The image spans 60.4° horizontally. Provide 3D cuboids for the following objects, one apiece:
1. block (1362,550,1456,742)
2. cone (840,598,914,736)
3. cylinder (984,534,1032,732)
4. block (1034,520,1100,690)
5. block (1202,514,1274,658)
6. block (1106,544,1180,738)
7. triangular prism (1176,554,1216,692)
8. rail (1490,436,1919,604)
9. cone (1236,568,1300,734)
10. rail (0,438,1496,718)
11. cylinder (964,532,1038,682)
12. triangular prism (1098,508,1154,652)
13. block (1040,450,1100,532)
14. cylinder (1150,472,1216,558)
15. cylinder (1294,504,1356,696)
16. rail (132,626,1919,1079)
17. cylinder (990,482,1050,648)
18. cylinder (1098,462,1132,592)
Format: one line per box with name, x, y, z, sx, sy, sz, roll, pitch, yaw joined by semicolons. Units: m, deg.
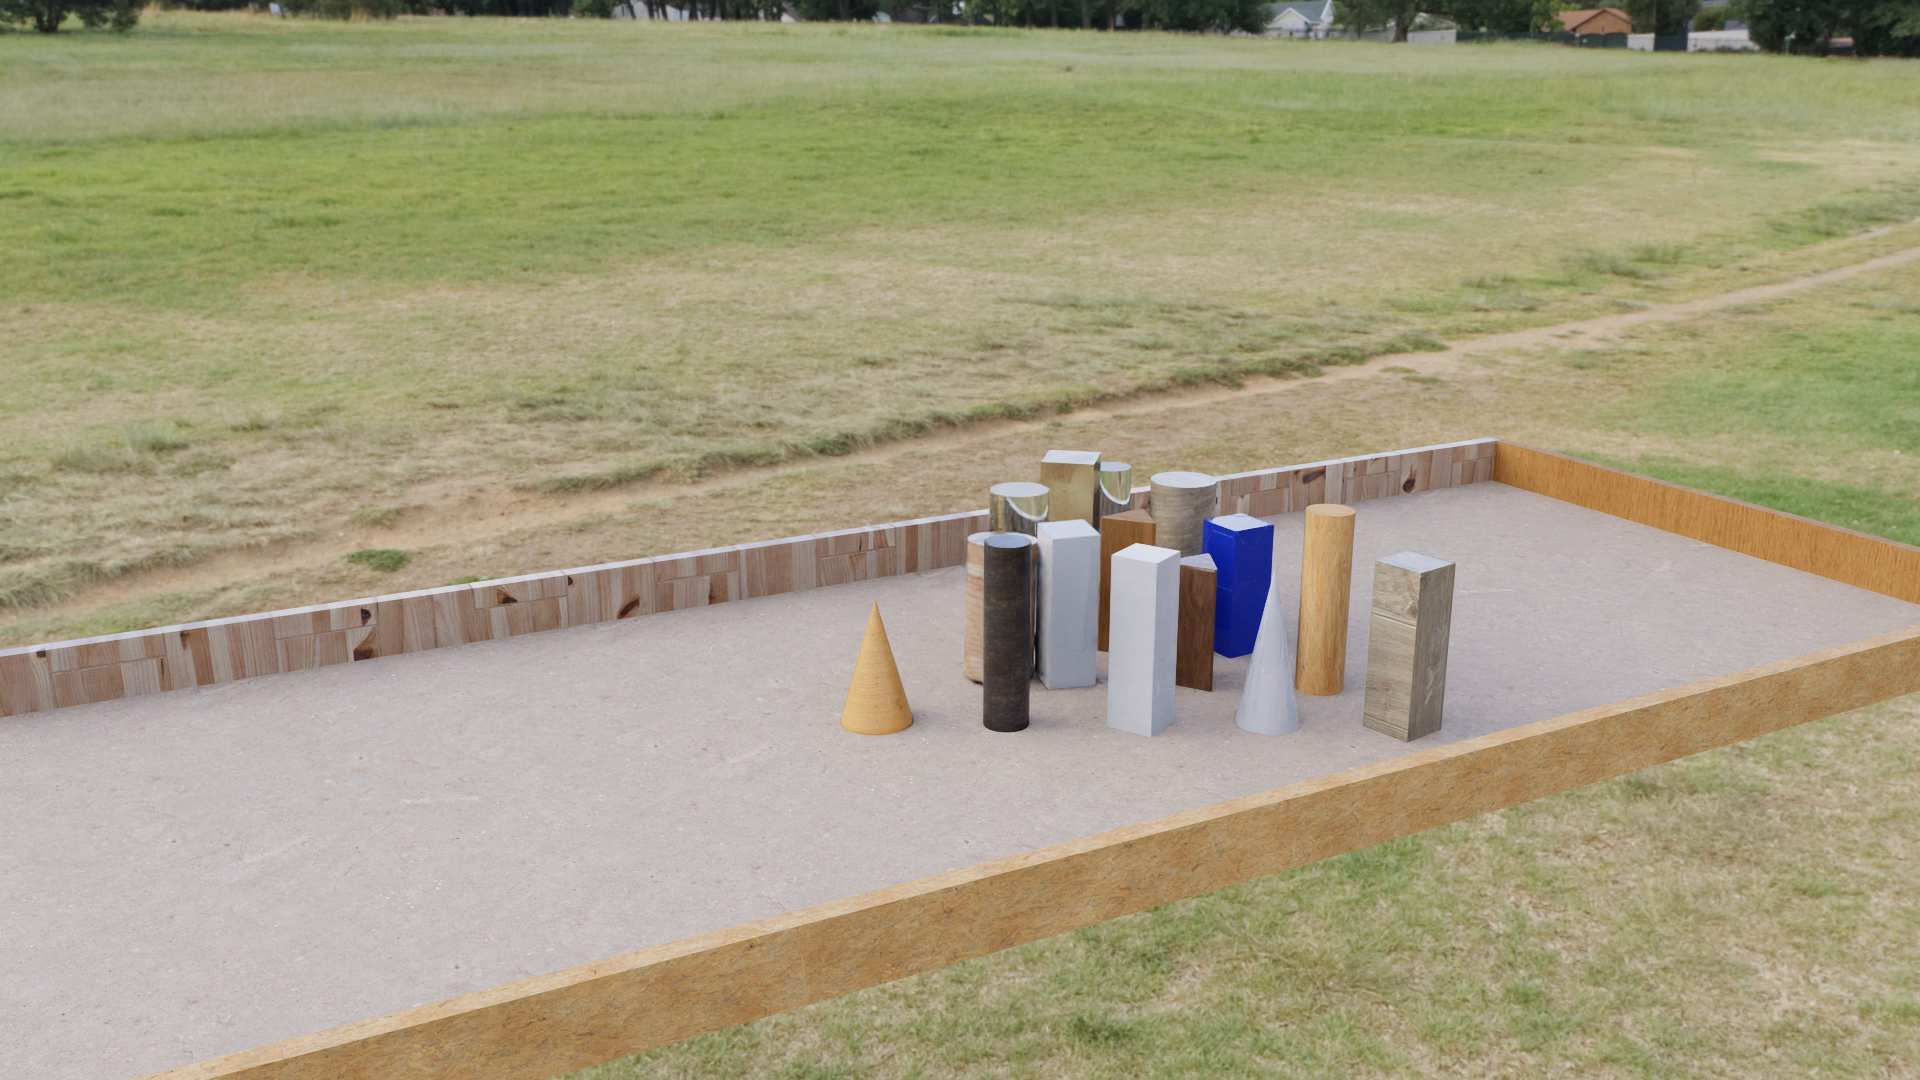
block;1.034;0.244;3.803;0.127;0.407;0.127;-12;20;-36
cone;-0.197;0.281;3.857;0.175;0.305;0.175;0;16;0
cylinder;0.109;0.217;3.821;0.109;0.448;0.109;0;16;0
block;0.264;0.161;4.086;0.120;0.399;0.120;-5;20;-14
block;0.725;0.119;4.337;0.129;0.345;0.129;-10;19;-30
block;0.425;0.231;3.823;0.116;0.420;0.116;11;20;33
triangular prism;0.591;0.199;4.116;0.135;0.316;0.117;9;19;28
rail;2.466;-0.048;5.253;0.050;0.150;2.100;-9;18;-27
cone;0.724;0.243;3.838;0.149;0.389;0.149;0;16;0
rail;-3.305;0.497;3.399;12.000;0.150;0.050;-9;18;-27
cylinder;0.101;0.168;4.141;0.176;0.350;0.176;1;13;0
triangular prism;0.455;0.108;4.339;0.143;0.365;0.124;7;18;22
block;0.307;-0.013;4.606;0.146;0.448;0.146;3;17;11
cylinder;0.612;0.025;4.568;0.180;0.396;0.180;0;16;0
cylinder;0.894;0.147;4.044;0.118;0.457;0.118;0;16;0
rail;-2.336;1.006;1.665;12.000;0.150;0.050;-9;18;-27
cylinder;0.157;0.068;4.384;0.157;0.417;0.157;0;16;0
cylinder;0.437;-0.036;4.823;0.116;0.368;0.116;0;16;0
